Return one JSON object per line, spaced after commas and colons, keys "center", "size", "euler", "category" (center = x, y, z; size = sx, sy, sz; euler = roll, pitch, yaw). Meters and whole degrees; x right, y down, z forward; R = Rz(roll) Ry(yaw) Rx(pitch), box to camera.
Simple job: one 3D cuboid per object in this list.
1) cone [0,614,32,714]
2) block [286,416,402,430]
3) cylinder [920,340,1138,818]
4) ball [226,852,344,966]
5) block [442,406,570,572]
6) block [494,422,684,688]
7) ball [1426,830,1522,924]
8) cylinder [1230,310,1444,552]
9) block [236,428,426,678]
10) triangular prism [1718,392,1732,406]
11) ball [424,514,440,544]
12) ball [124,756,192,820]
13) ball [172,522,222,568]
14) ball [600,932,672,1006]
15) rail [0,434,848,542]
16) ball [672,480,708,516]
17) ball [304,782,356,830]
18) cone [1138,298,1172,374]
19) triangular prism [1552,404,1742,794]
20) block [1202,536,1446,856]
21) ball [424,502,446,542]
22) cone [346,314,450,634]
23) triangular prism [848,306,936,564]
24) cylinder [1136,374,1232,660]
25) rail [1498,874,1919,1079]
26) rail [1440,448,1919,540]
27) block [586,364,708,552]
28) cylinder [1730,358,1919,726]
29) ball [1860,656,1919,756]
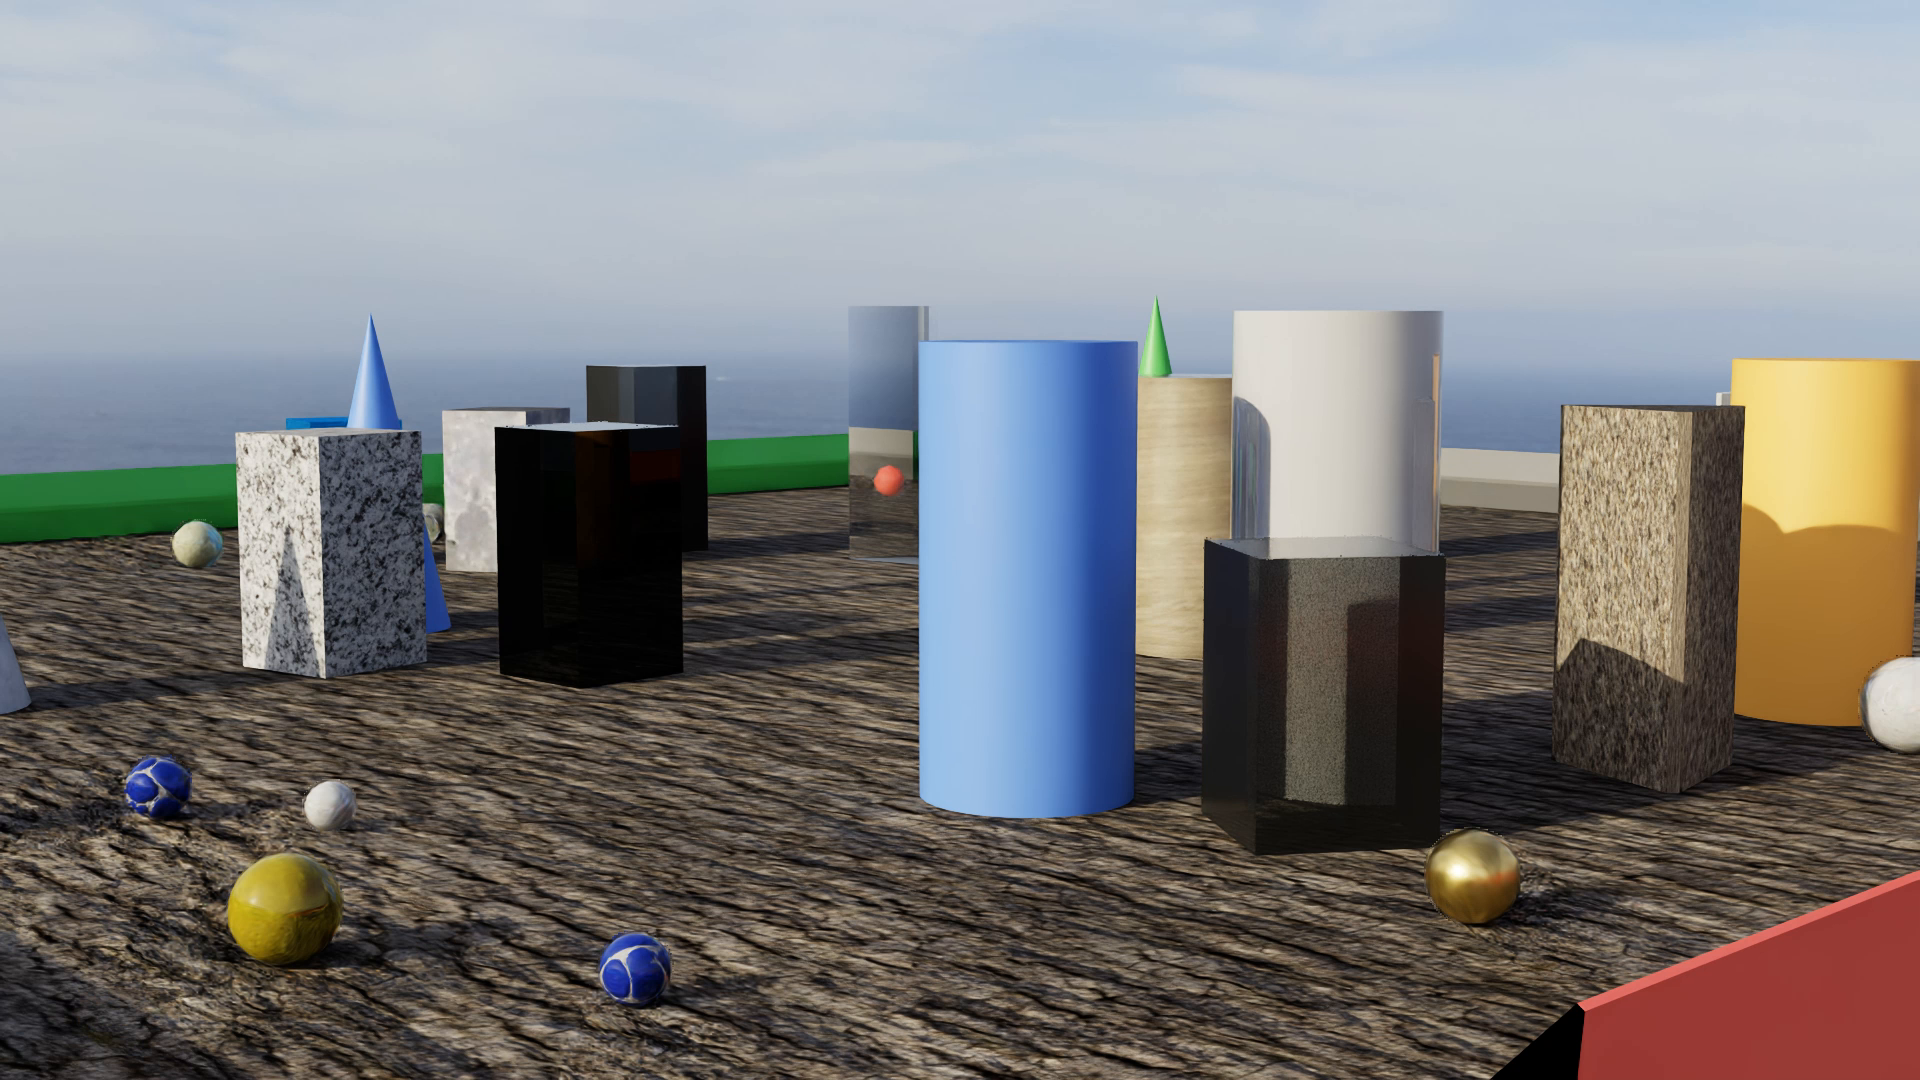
{"center": [-1.153, 0.006, 2.456], "size": [0.199, 0.367, 0.199], "euler": [0, 6, 0], "category": "cone"}
{"center": [-1.083, -0.085, 3.875], "size": [0.159, 0.255, 0.159], "euler": [-4, 7, -31], "category": "block"}
{"center": [0.062, 0.027, 2.014], "size": [0.199, 0.417, 0.199], "euler": [0, 6, 0], "category": "cylinder"}
{"center": [-0.461, 0.252, 1.502], "size": [0.076, 0.076, 0.076], "euler": [0, 6, 0], "category": "ball"}
{"center": [-0.785, -0.090, 3.824], "size": [0.159, 0.275, 0.159], "euler": [2, 6, 18], "category": "block"}
{"center": [-0.454, 0.013, 2.693], "size": [0.159, 0.304, 0.159], "euler": [5, 8, 42], "category": "block"}
{"center": [0.374, 0.246, 1.602], "size": [0.068, 0.068, 0.068], "euler": [0, 6, 0], "category": "ball"}
{"center": [0.360, 0.003, 2.119], "size": [0.199, 0.444, 0.199], "euler": [0, 6, 0], "category": "cylinder"}
{"center": [-0.790, 0.011, 2.768], "size": [0.159, 0.294, 0.159], "euler": [4, 7, 35], "category": "block"}
{"center": [1.210, -0.062, 3.316], "size": [0.172, 0.324, 0.149], "euler": [1, 6, 7], "category": "triangular prism"}
{"center": [-1.022, -0.020, 4.188], "size": [0.061, 0.061, 0.061], "euler": [0, 6, 0], "category": "ball"}
{"center": [-0.704, 0.218, 1.932], "size": [0.055, 0.055, 0.055], "euler": [0, 6, 0], "category": "ball"}
{"center": [-1.321, 0.008, 3.811], "size": [0.082, 0.082, 0.082], "euler": [0, 6, 0], "category": "ball"}
{"center": [-0.209, 0.276, 1.414], "size": [0.046, 0.046, 0.046], "euler": [0, 6, 0], "category": "ball"}
{"center": [-1.280, -0.110, 4.711], "size": [4.015, 0.129, 0.045], "euler": [-5, 8, -42], "category": "rail"}
{"center": [-0.589, -0.092, 4.805], "size": [0.075, 0.075, 0.075], "euler": [0, 6, 0], "category": "ball"}
{"center": [-0.541, 0.229, 1.890], "size": [0.042, 0.042, 0.042], "euler": [0, 6, 0], "category": "ball"}
{"center": [0.283, -0.122, 3.199], "size": [0.199, 0.469, 0.199], "euler": [0, 6, 0], "category": "cone"}
{"center": [0.650, 0.047, 2.131], "size": [0.149, 0.353, 0.172], "euler": [4, 7, 36], "category": "triangular prism"}
{"center": [0.307, 0.128, 1.881], "size": [0.159, 0.245, 0.159], "euler": [-1, 6, -10], "category": "block"}
{"center": [-1.025, -0.035, 4.258], "size": [0.076, 0.076, 0.076], "euler": [0, 6, 0], "category": "ball"}
{"center": [-0.819, -0.097, 3.077], "size": [0.199, 0.444, 0.199], "euler": [0, 6, 0], "category": "cone"}
{"center": [-0.086, -0.193, 3.954], "size": [0.172, 0.453, 0.149], "euler": [4, 7, 34], "category": "triangular prism"}
{"center": [0.314, -0.036, 2.900], "size": [0.199, 0.360, 0.199], "euler": [0, 6, 0], "category": "cylinder"}
{"center": [1.280, 0.177, 1.952], "size": [4.015, 0.129, 0.045], "euler": [-5, 8, -42], "category": "rail"}
{"center": [1.458, -0.106, 4.670], "size": [0.045, 0.129, 3.822], "euler": [-5, 8, -42], "category": "rail"}
{"center": [-0.583, -0.153, 4.100], "size": [0.159, 0.344, 0.159], "euler": [-5, 8, -41], "category": "block"}
{"center": [0.956, -0.005, 2.444], "size": [0.199, 0.391, 0.199], "euler": [0, 6, 0], "category": "cylinder"}
{"center": [0.958, 0.167, 2.211], "size": [0.099, 0.099, 0.099], "euler": [0, 6, 0], "category": "ball"}
